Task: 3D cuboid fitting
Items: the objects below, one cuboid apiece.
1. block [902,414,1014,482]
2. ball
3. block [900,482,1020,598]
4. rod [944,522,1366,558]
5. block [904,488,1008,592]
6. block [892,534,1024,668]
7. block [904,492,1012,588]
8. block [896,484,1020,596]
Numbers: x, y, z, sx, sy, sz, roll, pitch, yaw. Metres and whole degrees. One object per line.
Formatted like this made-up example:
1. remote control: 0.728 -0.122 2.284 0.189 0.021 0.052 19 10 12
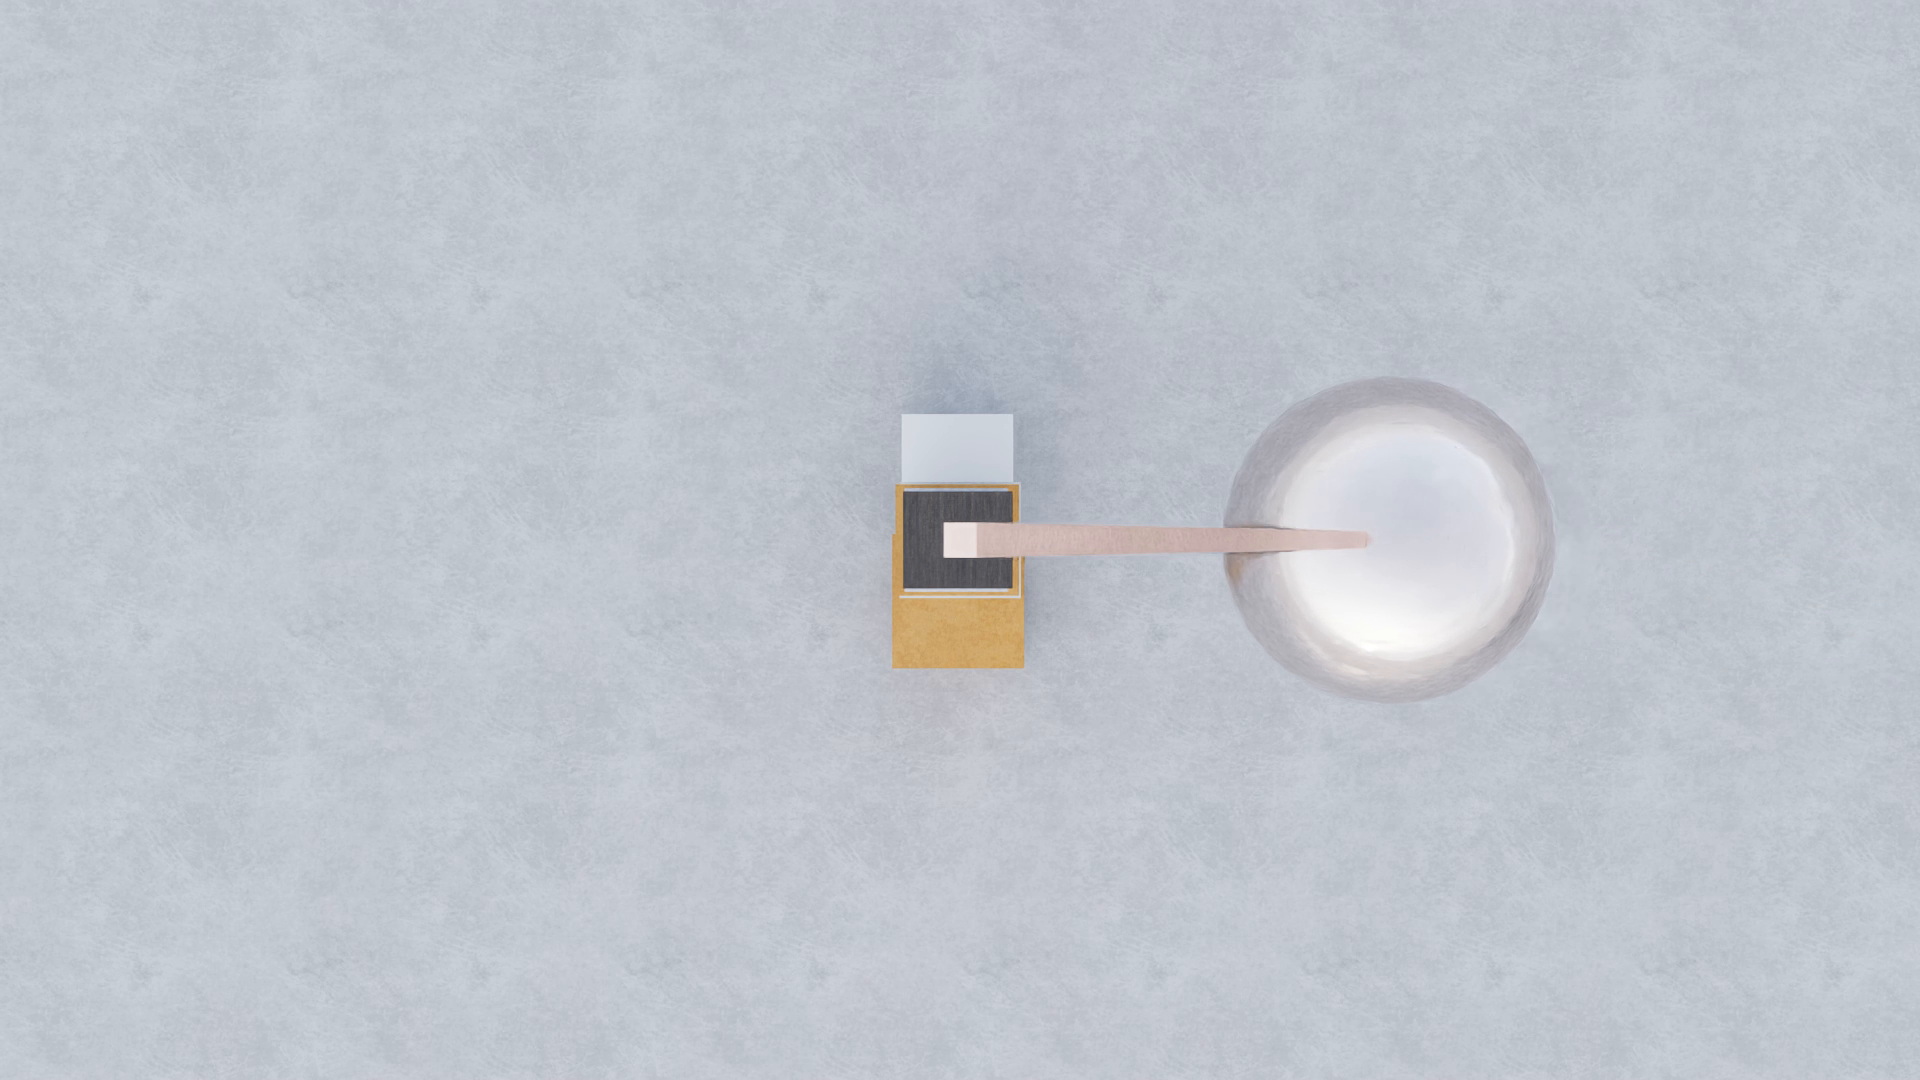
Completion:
1. block: -0.014 -0.377 12.729 0.631 0.543 0.670 0 90 0
2. ball: 2.074 0.000 10.690 1.600 1.600 1.600 0 90 0
3. block: 0.001 0.000 11.940 0.644 0.506 0.618 0 90 0
4. rod: 0.899 0.000 7.500 0.080 5.200 0.080 0 90 20
5. block: -0.017 0.000 10.381 0.479 0.406 0.479 0 90 0
6. block: -0.010 0.340 12.597 0.732 0.807 0.744 0 90 0
7. block: -0.009 0.000 9.973 0.487 0.411 0.432 0 90 0
8. block: -0.013 0.000 10.895 0.595 0.621 0.535 0 90 0
